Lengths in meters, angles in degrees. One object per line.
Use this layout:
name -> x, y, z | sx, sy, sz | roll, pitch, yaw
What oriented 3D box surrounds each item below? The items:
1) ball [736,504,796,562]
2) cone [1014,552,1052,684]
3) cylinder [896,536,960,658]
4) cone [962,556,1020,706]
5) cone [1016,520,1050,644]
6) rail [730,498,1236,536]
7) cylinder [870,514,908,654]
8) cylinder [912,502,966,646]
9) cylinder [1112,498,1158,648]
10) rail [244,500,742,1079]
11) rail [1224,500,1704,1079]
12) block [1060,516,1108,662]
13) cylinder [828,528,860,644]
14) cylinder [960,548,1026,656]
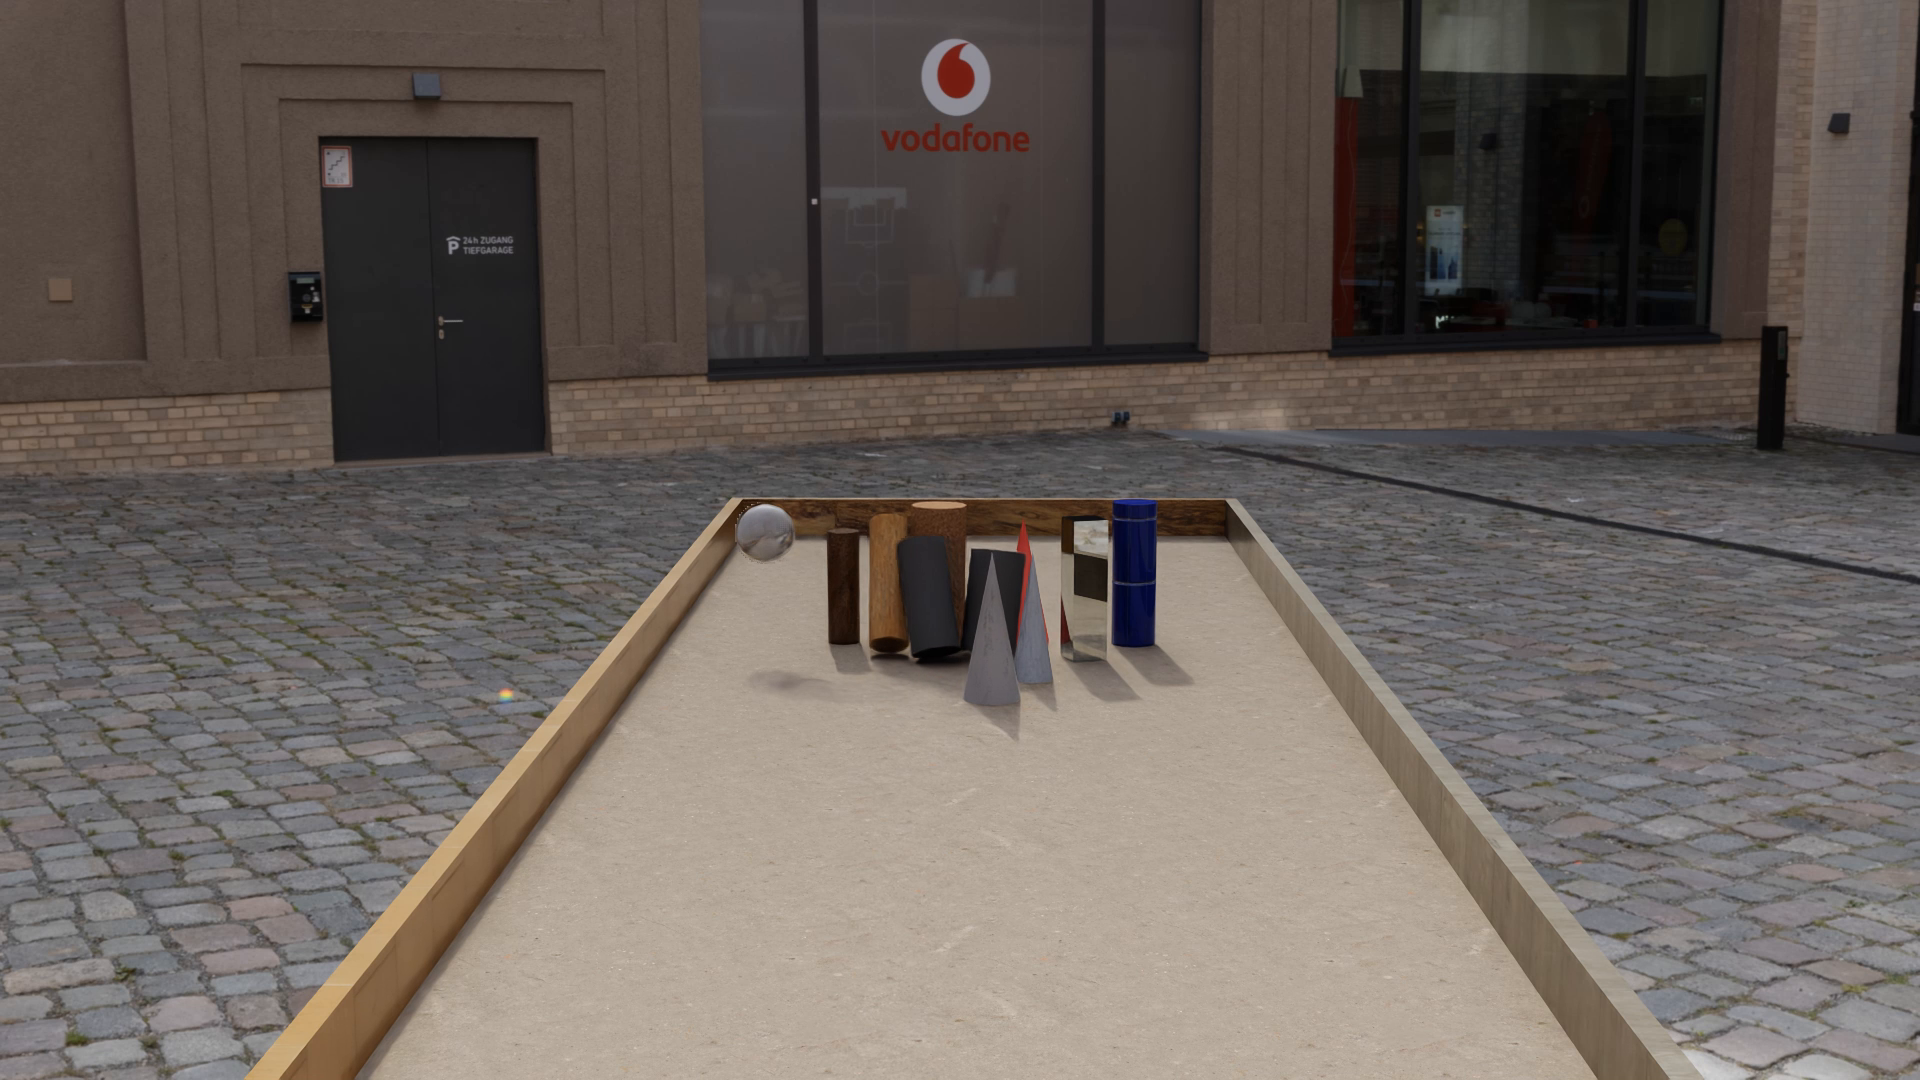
ball -> -0.599, -0.021, 6.795 | 0.179, 0.179, 0.179 | 0, 9, 0
cone -> 0.211, 0.219, 6.416 | 0.122, 0.378, 0.122 | 0, 9, 0
cylinder -> -0.096, 0.175, 6.700 | 0.150, 0.347, 0.150 | -8, -15, -2
cone -> 0.090, 0.239, 6.159 | 0.164, 0.419, 0.164 | 0, 9, 0
cone -> 0.200, 0.124, 6.953 | 0.166, 0.399, 0.166 | 0, 9, 0
rail -> 0.099, -0.098, 9.147 | 2.100, 0.150, 0.050 | 0, 9, 1
cylinder -> -0.222, 0.133, 6.845 | 0.121, 0.424, 0.121 | -1, -27, 0
cylinder -> -0.067, 0.108, 6.915 | 0.171, 0.440, 0.171 | 0, 9, 0
cylinder -> 0.548, 0.103, 6.916 | 0.139, 0.451, 0.139 | 0, 9, 0
rail -> -1.004, 0.839, 3.234 | 0.050, 0.150, 12.000 | 0, 9, 1
rail -> 1.046, 0.843, 3.208 | 0.050, 0.150, 12.000 | 0, 9, 1
block -> 0.378, 0.148, 6.695 | 0.110, 0.432, 0.110 | -3, 9, -17
cylinder -> -0.367, 0.147, 6.948 | 0.102, 0.355, 0.102 | 0, 9, 0
cylinder -> 0.102, 0.191, 6.715 | 0.168, 0.310, 0.168 | 6, -4, 0
